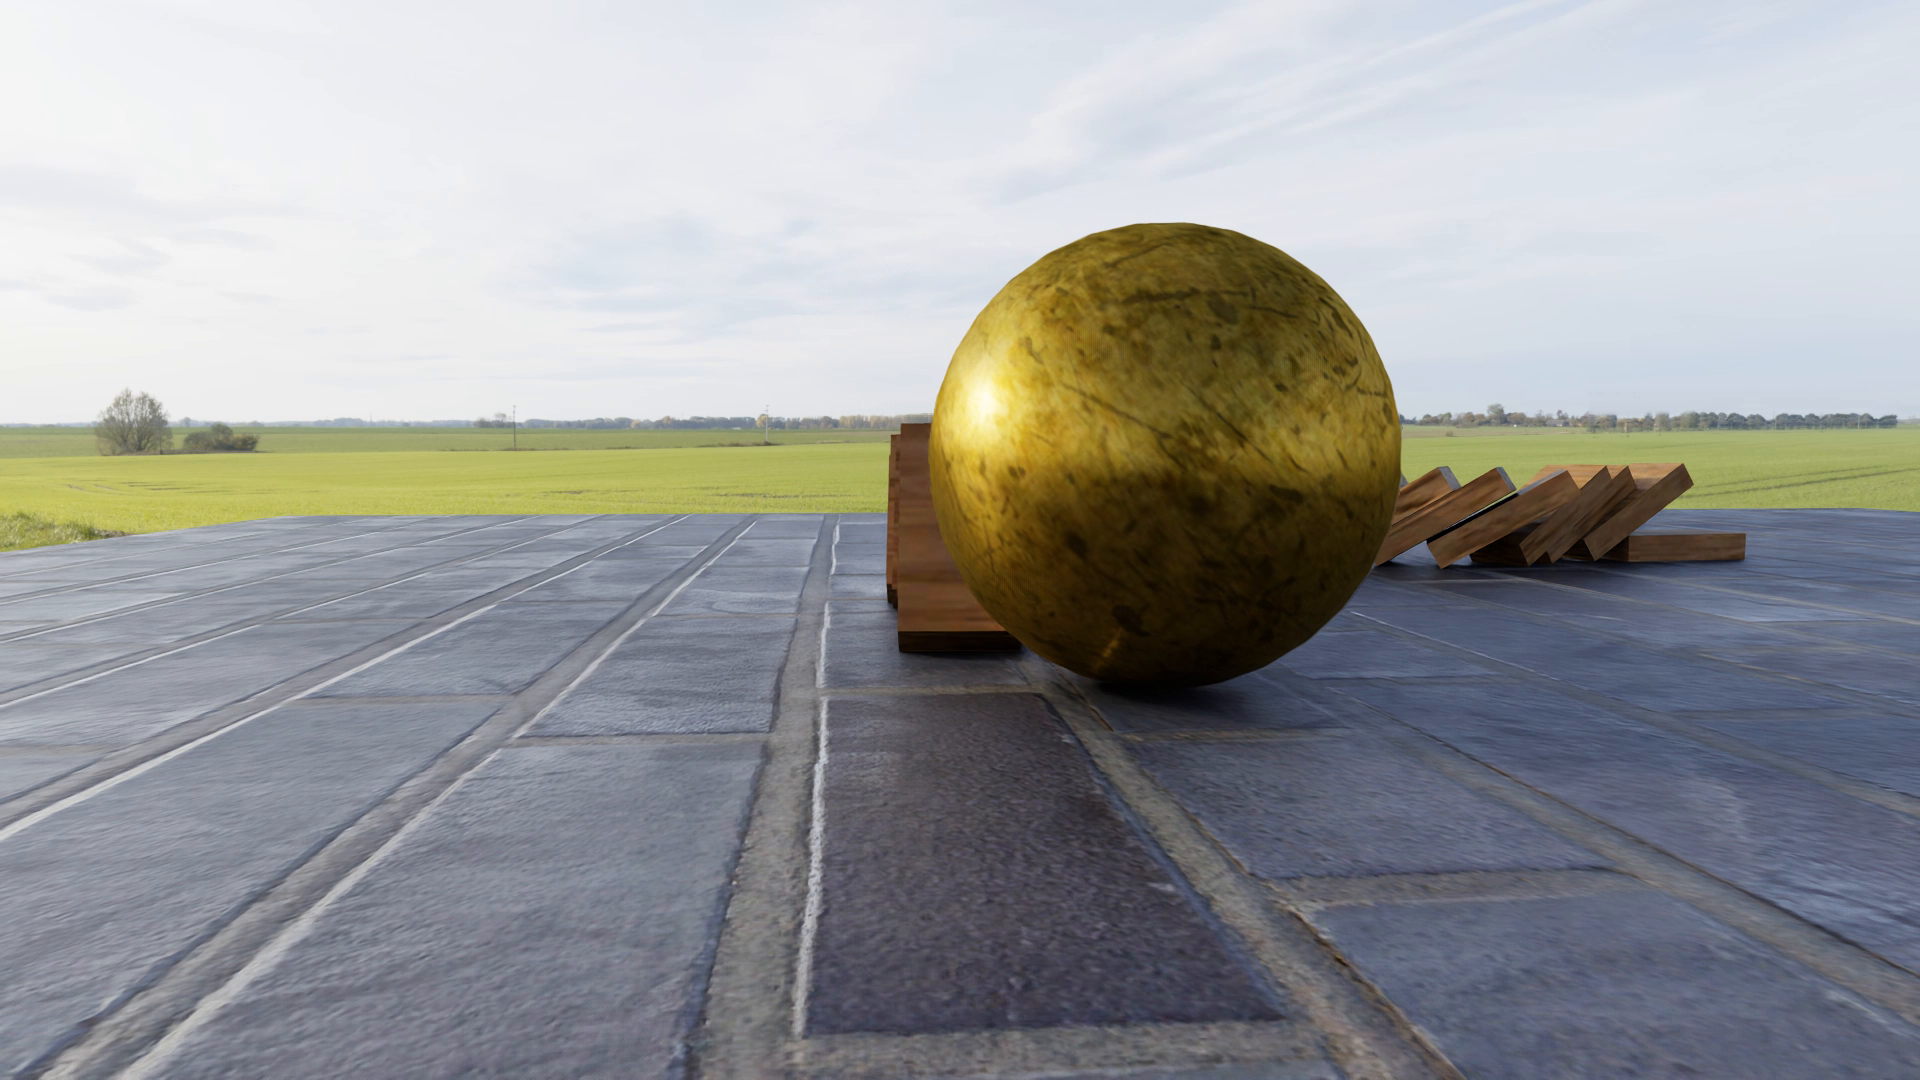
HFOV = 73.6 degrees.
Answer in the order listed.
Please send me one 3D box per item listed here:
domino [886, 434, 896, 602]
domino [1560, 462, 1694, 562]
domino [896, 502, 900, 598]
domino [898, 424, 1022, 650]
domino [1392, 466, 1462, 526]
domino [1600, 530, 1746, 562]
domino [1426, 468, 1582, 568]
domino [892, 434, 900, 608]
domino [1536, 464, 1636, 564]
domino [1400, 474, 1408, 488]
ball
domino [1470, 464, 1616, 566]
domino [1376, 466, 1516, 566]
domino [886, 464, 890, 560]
[{"bbox_3d":[-0.007,-0.007,0.354,0.025,0.050,0.009,0,-34,0],"label":"domino"},{"bbox_3d":[0.242,-0.011,0.476,0.050,0.009,0.025,-34,11,-10],"label":"domino"},{"bbox_3d":[-0.003,-0.006,0.329,0.025,0.050,0.009,0,-30,0],"label":"domino"},{"bbox_3d":[0.000,-0.001,0.272,0.025,0.050,0.009,0,-29,-1],"label":"domino"},{"bbox_3d":[0.152,-0.009,0.456,0.050,0.009,0.025,-34,-12,26],"label":"domino"},{"bbox_3d":[0.263,0.002,0.480,0.050,0.009,0.025,-1,4,-13],"label":"domino"},{"bbox_3d":[0.186,-0.007,0.440,0.050,0.009,0.025,-31,-7,19],"label":"domino"},{"bbox_3d":[-0.005,-0.006,0.342,0.025,0.050,0.009,0,-34,0],"label":"domino"},{"bbox_3d":[0.222,-0.010,0.473,0.050,0.009,0.025,-36,18,-19],"label":"domino"},{"bbox_3d":[0.137,-0.010,0.466,0.050,0.009,0.025,-35,-12,26],"label":"domino"},{"bbox_3d":[0.034,-0.014,0.223,0.080,0.080,0.080,0,4,0],"label":"ball"},{"bbox_3d":[0.208,-0.009,0.461,0.050,0.009,0.025,-36,18,-19],"label":"domino"},{"bbox_3d":[0.167,-0.008,0.447,0.050,0.009,0.025,-34,-12,25],"label":"domino"},{"bbox_3d":[-0.008,-0.005,0.371,0.025,0.009,0.050,-1,44,-1],"label":"domino"}]
